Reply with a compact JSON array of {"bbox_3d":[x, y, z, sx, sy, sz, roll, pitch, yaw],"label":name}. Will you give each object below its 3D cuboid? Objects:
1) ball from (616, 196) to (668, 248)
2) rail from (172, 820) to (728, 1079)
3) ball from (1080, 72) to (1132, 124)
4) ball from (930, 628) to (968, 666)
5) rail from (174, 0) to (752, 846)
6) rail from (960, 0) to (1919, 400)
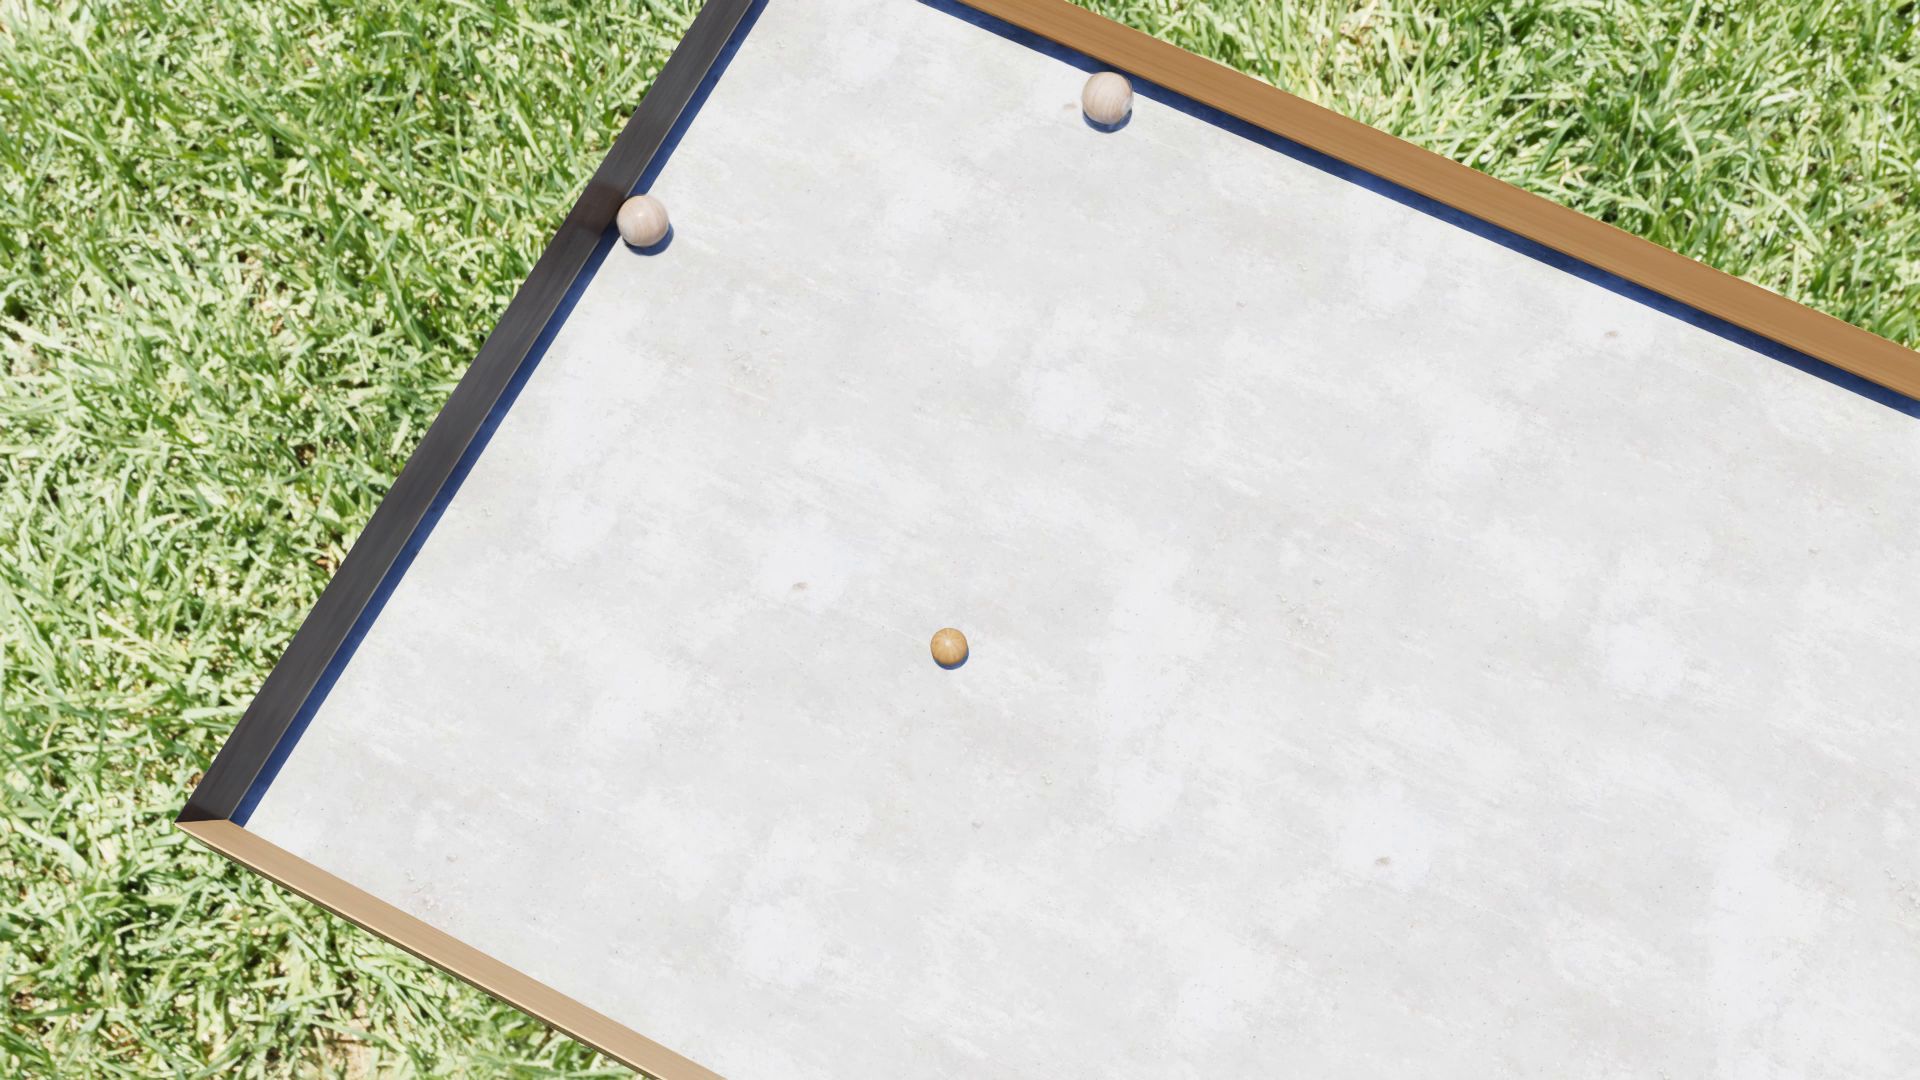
[{"bbox_3d":[-0.533,-0.536,3.698,0.087,0.087,0.087,0,68,0],"label":"ball"},{"bbox_3d":[0.323,1.099,3.019,3.288,0.115,0.045,25,70,10],"label":"rail"},{"bbox_3d":[0.253,-0.762,3.789,0.089,0.089,0.089,0,68,0],"label":"ball"},{"bbox_3d":[-0.017,0.166,3.428,0.059,0.059,0.059,0,68,0],"label":"ball"},{"bbox_3d":[-0.714,-0.338,3.601,0.045,0.115,1.897,25,70,10],"label":"rail"},{"bbox_3d":[1.148,-0.436,3.641,3.288,0.115,0.045,25,70,10],"label":"rail"}]
